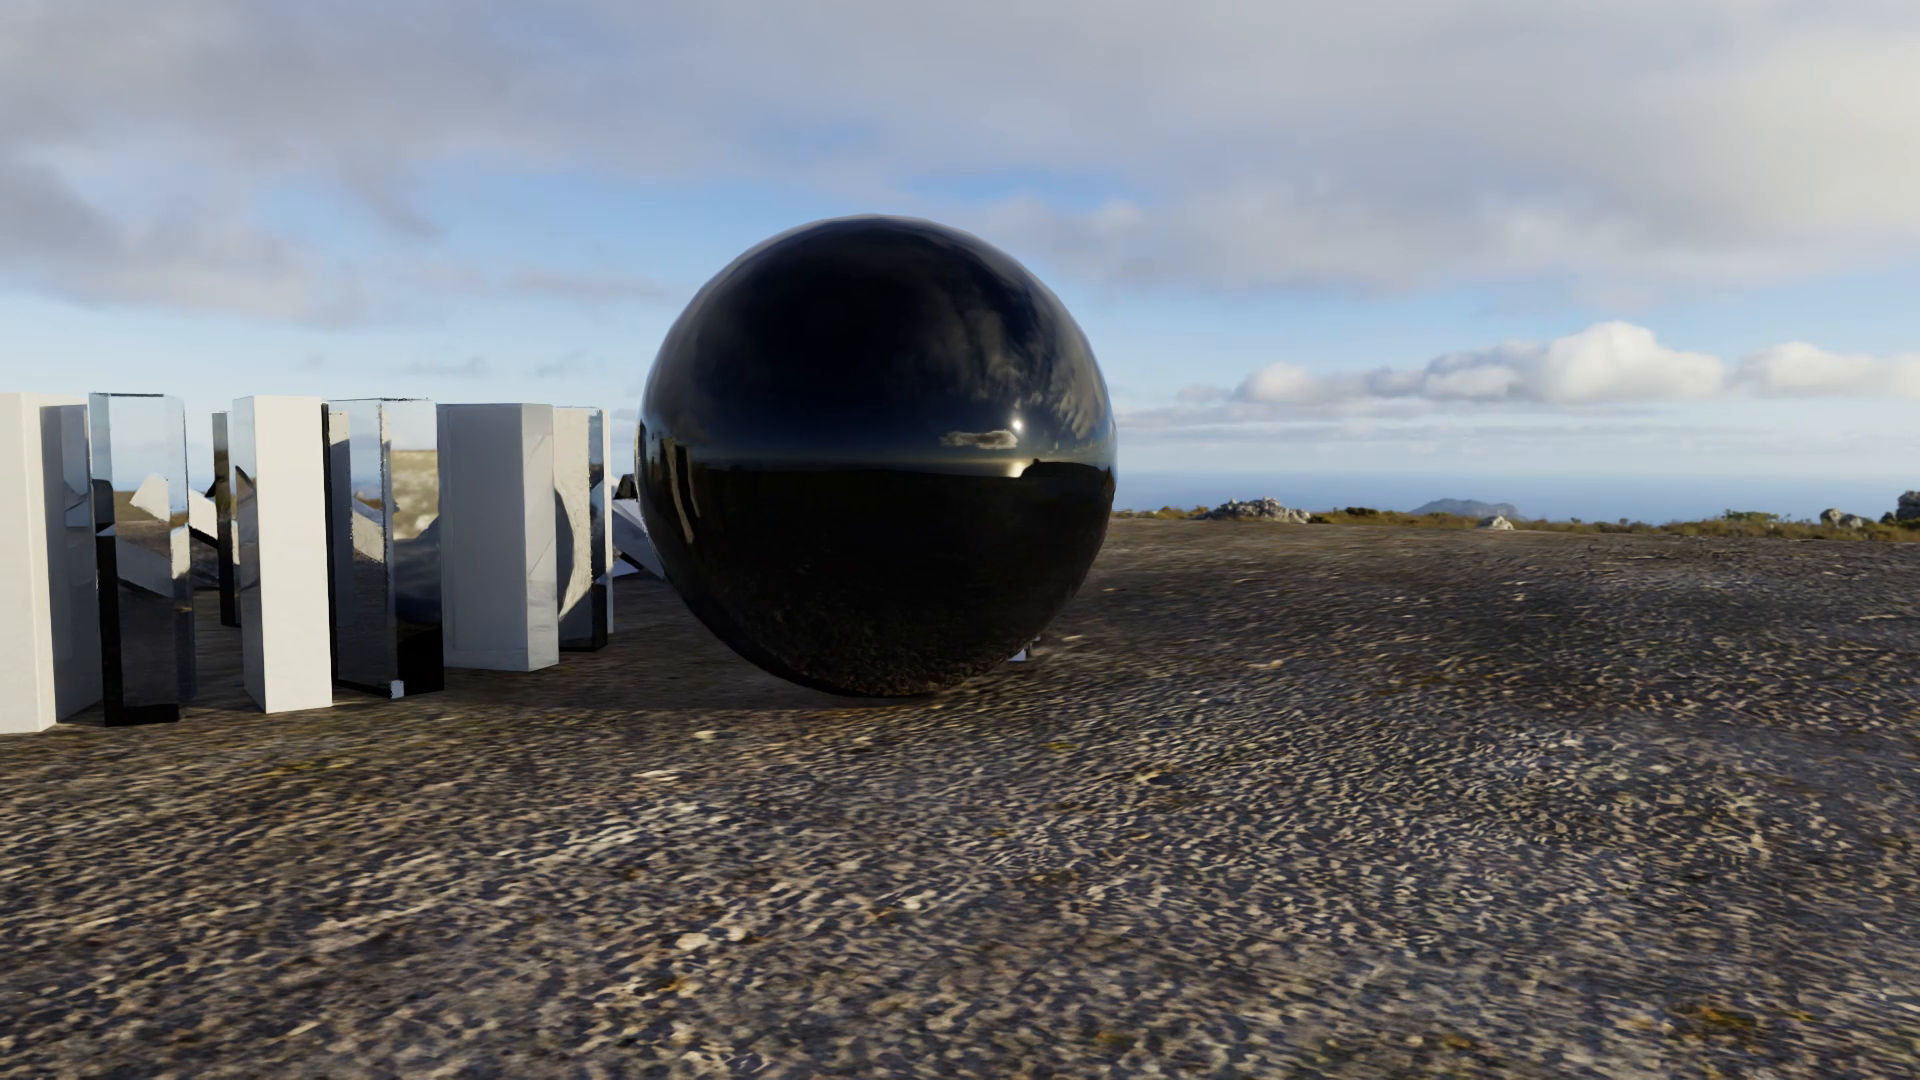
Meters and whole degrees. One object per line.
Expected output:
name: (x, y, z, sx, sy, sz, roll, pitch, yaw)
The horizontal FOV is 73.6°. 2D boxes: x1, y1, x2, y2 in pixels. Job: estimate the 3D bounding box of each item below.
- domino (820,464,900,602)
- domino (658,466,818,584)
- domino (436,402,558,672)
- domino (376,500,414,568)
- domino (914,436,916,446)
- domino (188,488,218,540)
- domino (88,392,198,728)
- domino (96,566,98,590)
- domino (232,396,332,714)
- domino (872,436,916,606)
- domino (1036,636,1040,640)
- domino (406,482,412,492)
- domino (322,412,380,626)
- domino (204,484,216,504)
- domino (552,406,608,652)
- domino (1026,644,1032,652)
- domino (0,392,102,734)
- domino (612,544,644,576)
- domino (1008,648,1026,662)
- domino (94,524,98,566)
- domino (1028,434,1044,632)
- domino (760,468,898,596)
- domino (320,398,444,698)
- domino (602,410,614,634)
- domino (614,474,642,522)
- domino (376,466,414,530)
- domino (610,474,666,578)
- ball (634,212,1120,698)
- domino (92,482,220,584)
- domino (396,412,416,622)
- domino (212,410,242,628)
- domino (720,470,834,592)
domino: (-0.020, -0.003, 0.366, 0.025, 0.010, 0.050, -2, 40, -28)
domino: (-0.069, -0.005, 0.402, 0.050, 0.009, 0.025, 39, 23, 27)
domino: (-0.091, -0.001, 0.246, 0.025, 0.050, 0.009, 1, 4, 17)
domino: (-0.184, -0.005, 0.407, 0.050, 0.009, 0.025, 31, -2, -13)
domino: (0.001, -0.005, 0.336, 0.025, 0.050, 0.010, 0, -35, -4)
domino: (-0.220, -0.004, 0.387, 0.050, 0.010, 0.025, 33, -12, -27)
domino: (-0.129, 0.002, 0.204, 0.009, 0.050, 0.025, -2, 5, -25)
domino: (-0.254, 0.001, 0.332, 0.025, 0.009, 0.050, 2, -26, 30)
domino: (-0.113, 0.002, 0.214, 0.010, 0.050, 0.025, -3, 5, -36)
domino: (-0.007, -0.006, 0.350, 0.025, 0.050, 0.009, -1, -36, -17)
domino: (0.004, -0.001, 0.287, 0.025, 0.050, 0.010, 0, -35, -2)
domino: (-0.150, -0.007, 0.415, 0.050, 0.009, 0.025, 32, -2, -4)
domino: (-0.151, -0.006, 0.311, 0.010, 0.050, 0.025, -4, 6, -42)
domino: (-0.205, -0.005, 0.398, 0.050, 0.009, 0.025, 32, -10, -20)
domino: (-0.087, -0.002, 0.266, 0.025, 0.050, 0.010, 0, 4, 3)
domino: (0.002, 0.000, 0.274, 0.025, 0.050, 0.010, 0, -35, 1)
domino: (-0.144, 0.003, 0.199, 0.010, 0.050, 0.025, -1, 4, -16)
domino: (-0.127, -0.006, 0.418, 0.050, 0.009, 0.025, 32, 8, 7)
domino: (0.001, 0.000, 0.262, 0.025, 0.050, 0.009, 0, -35, 1)
domino: (-0.244, 0.000, 0.353, 0.025, 0.010, 0.050, 3, -23, 38)
domino: (0.005, -0.002, 0.299, 0.025, 0.050, 0.009, 1, -35, -2)
domino: (-0.036, -0.003, 0.379, 0.025, 0.009, 0.050, -4, 38, -41)
domino: (-0.102, 0.001, 0.224, 0.025, 0.050, 0.010, 3, 5, 38)
domino: (-0.091, -0.004, 0.286, 0.025, 0.050, 0.009, -2, 5, -24)
domino: (-0.084, -0.005, 0.411, 0.050, 0.009, 0.025, 36, 21, 25)
domino: (-0.167, -0.006, 0.412, 0.050, 0.009, 0.025, 32, -2, -8)
domino: (-0.106, -0.006, 0.417, 0.050, 0.009, 0.025, 33, 13, 16)
ball: (-0.014, -0.014, 0.215, 0.080, 0.080, 0.080, 0, 4, 0)
domino: (-0.234, -0.003, 0.368, 0.025, 0.010, 0.050, 0, -30, 42)
domino: (-0.127, -0.006, 0.316, 0.009, 0.050, 0.025, 0, 4, 6)
domino: (-0.161, -0.005, 0.297, 0.025, 0.050, 0.010, 3, 5, 35)
domino: (-0.049, -0.004, 0.391, 0.025, 0.010, 0.050, -4, 37, -43)
